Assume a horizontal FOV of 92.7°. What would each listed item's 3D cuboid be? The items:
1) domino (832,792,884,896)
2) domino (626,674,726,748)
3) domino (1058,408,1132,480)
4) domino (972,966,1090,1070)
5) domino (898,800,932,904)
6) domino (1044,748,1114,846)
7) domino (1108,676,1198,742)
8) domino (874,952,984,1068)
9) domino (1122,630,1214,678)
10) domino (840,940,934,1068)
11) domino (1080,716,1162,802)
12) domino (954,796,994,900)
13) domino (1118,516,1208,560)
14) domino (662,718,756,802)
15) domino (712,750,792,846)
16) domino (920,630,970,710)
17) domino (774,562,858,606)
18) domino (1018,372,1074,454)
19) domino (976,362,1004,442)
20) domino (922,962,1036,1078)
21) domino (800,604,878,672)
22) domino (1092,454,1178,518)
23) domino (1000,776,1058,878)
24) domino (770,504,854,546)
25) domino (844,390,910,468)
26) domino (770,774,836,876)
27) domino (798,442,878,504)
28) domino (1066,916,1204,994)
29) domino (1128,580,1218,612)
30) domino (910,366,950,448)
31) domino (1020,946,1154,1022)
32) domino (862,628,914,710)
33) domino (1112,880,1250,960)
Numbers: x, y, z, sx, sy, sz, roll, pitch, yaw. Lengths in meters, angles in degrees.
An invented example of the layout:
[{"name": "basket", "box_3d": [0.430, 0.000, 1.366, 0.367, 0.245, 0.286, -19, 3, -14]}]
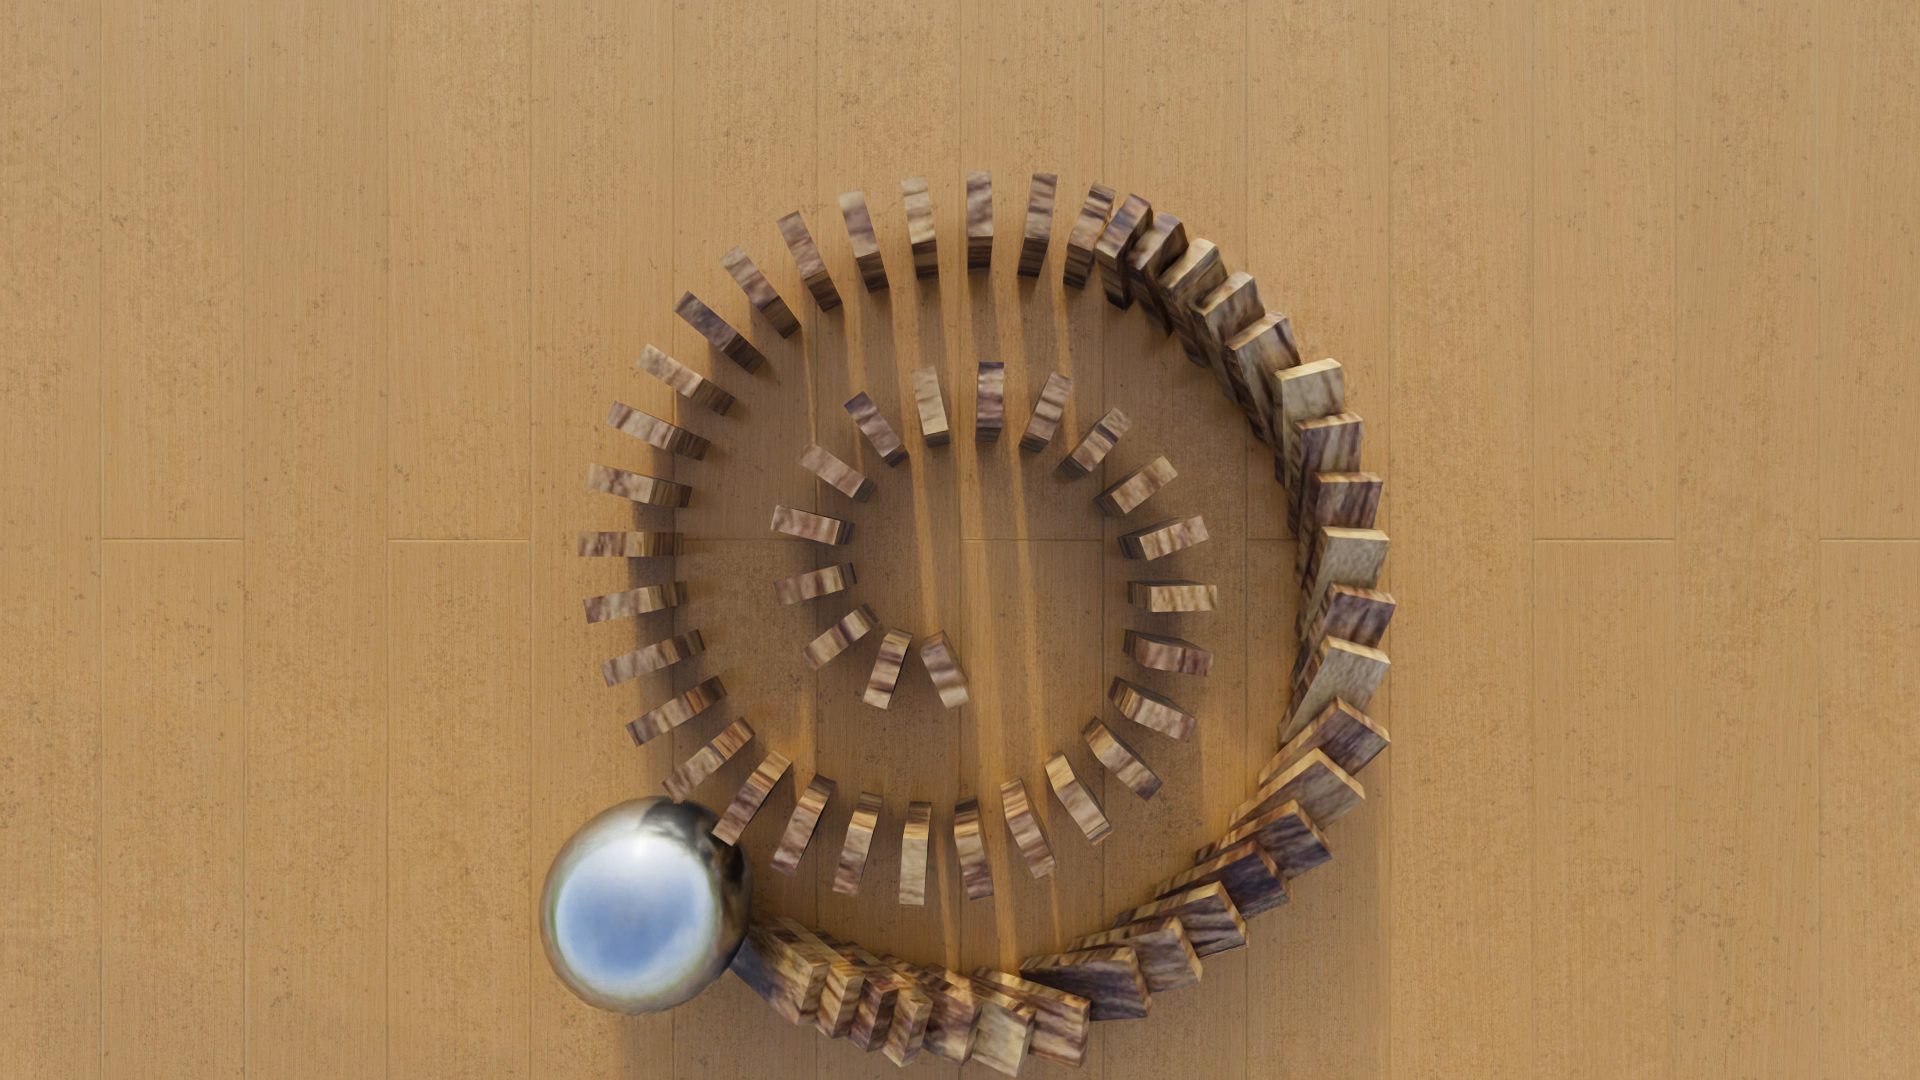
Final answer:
[{"name": "domino", "box_3d": [-0.041, 0.123, 0.375, 0.010, 0.050, 0.025, 14, 90, 0]}, {"name": "domino", "box_3d": [-0.115, 0.069, 0.375, 0.025, 0.050, 0.009, -29, 90, 0]}, {"name": "domino", "box_3d": [0.054, -0.038, 0.375, 0.010, 0.050, 0.025, 41, 90, 0]}, {"name": "domino", "box_3d": [0.029, 0.200, 0.385, 0.050, 0.010, 0.025, 5, 90, 26]}, {"name": "domino", "box_3d": [-0.018, 0.127, 0.375, 0.010, 0.050, 0.025, 3, 90, 0]}, {"name": "domino", "box_3d": [0.048, 0.104, 0.375, 0.010, 0.050, 0.025, -36, 90, 0]}, {"name": "domino", "box_3d": [0.077, 0.068, 0.375, 0.025, 0.050, 0.010, 22, 90, 0]}, {"name": "domino", "box_3d": [-0.017, 0.196, 0.385, 0.050, 0.010, 0.025, 13, 90, 26]}, {"name": "domino", "box_3d": [0.084, 0.046, 0.375, 0.025, 0.050, 0.009, 10, 90, 0]}, {"name": "domino", "box_3d": [-0.035, 0.191, 0.380, 0.050, 0.010, 0.025, 16, 90, 40]}, {"name": "domino", "box_3d": [0.065, 0.088, 0.375, 0.025, 0.050, 0.009, 42, 90, 0]}, {"name": "domino", "box_3d": [0.005, 0.125, 0.375, 0.009, 0.050, 0.025, -14, 90, 0]}, {"name": "domino", "box_3d": [0.082, -0.001, 0.375, 0.025, 0.050, 0.009, -20, 90, 0]}, {"name": "domino", "box_3d": [-0.102, 0.089, 0.375, 0.025, 0.050, 0.010, -40, 90, 0]}, {"name": "domino", "box_3d": [-0.084, 0.104, 0.375, 0.009, 0.050, 0.025, 34, 90, 0]}, {"name": "domino", "box_3d": [-0.006, 0.052, 0.375, 0.009, 0.050, 0.025, -26, 90, 0]}, {"name": "domino", "box_3d": [-0.058, 0.018, 0.375, 0.025, 0.050, 0.010, -15, 90, 0]}, {"name": "domino", "box_3d": [0.035, -0.051, 0.375, 0.009, 0.050, 0.025, 22, 90, 0]}, {"name": "domino", "box_3d": [0.012, -0.056, 0.375, 0.010, 0.050, 0.025, 2, 90, 0]}, {"name": "domino", "box_3d": [0.005, 0.201, 0.385, 0.050, 0.009, 0.025, 12, 90, 26]}, {"name": "domino", "box_3d": [-0.048, 0.039, 0.375, 0.025, 0.050, 0.010, -37, 90, 0]}, {"name": "domino", "box_3d": [0.070, -0.021, 0.375, 0.025, 0.050, 0.010, -37, 90, 0]}, {"name": "domino", "box_3d": [0.028, 0.116, 0.375, 0.009, 0.050, 0.025, -26, 90, 0]}, {"name": "domino", "box_3d": [-0.059, -0.006, 0.375, 0.025, 0.050, 0.010, 14, 90, 0]}, {"name": "domino", "box_3d": [-0.033, -0.044, 0.375, 0.009, 0.050, 0.025, -37, 90, 0]}, {"name": "domino", "box_3d": [-0.063, 0.115, 0.375, 0.009, 0.050, 0.025, 23, 90, 0]}, {"name": "domino", "box_3d": [-0.049, -0.027, 0.375, 0.025, 0.050, 0.010, 34, 90, 0]}, {"name": "domino", "box_3d": [0.073, 0.177, 0.385, 0.050, 0.010, 0.025, -25, 90, 25]}, {"name": "domino", "box_3d": [0.086, 0.022, 0.375, 0.025, 0.050, 0.010, -1, 90, 0]}, {"name": "domino", "box_3d": [-0.012, -0.053, 0.375, 0.010, 0.050, 0.025, -12, 90, 0]}, {"name": "domino", "box_3d": [0.052, 0.187, 0.385, 0.050, 0.009, 0.025, -19, 90, 26]}, {"name": "domino", "box_3d": [-0.029, 0.051, 0.375, 0.010, 0.050, 0.025, 18, 90, 0]}, {"name": "domino", "box_3d": [0.092, 0.164, 0.385, 0.050, 0.009, 0.025, -30, 90, 25]}]
